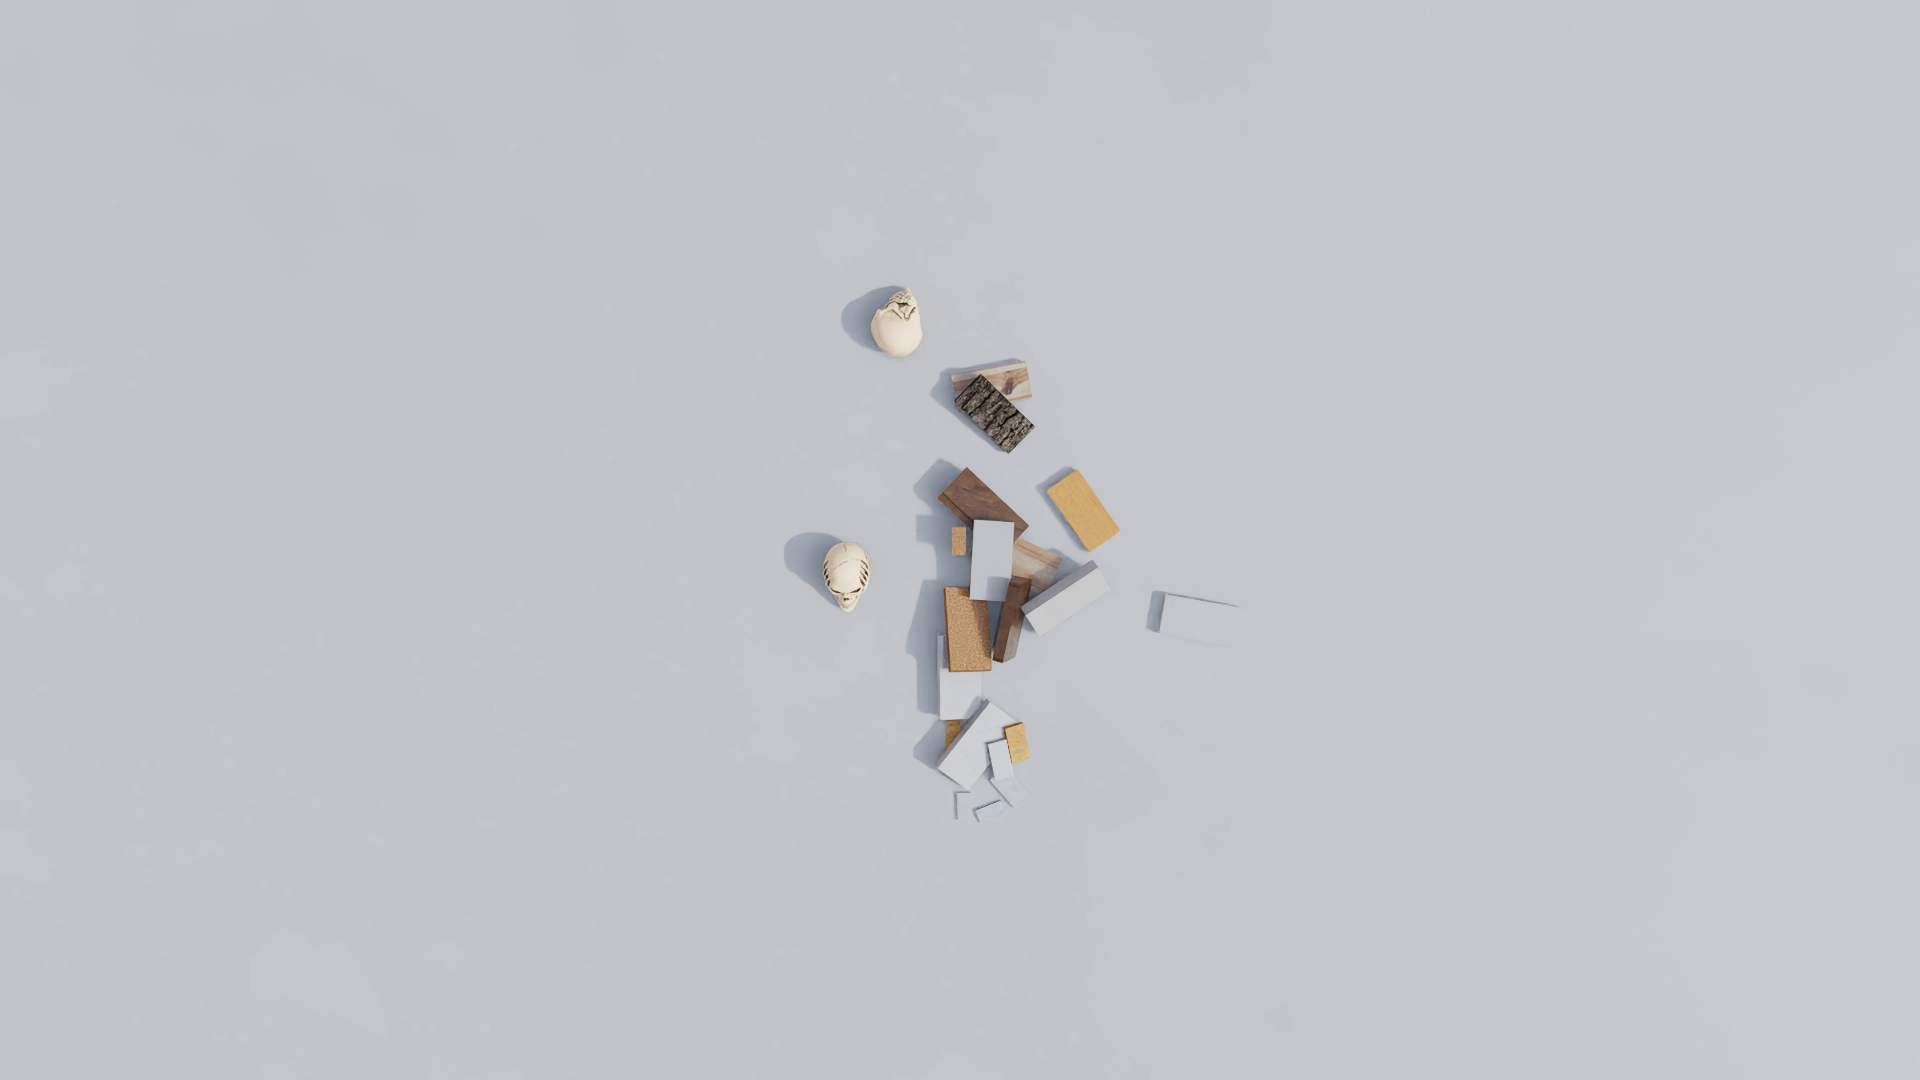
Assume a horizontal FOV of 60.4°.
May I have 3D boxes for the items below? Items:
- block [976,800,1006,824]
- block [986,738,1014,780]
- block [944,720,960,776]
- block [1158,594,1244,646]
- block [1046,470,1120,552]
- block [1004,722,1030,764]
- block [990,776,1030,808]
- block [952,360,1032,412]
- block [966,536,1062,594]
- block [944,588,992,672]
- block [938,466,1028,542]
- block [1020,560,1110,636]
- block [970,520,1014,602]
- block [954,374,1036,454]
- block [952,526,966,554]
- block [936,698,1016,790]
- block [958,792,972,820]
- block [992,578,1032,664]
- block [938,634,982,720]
[{"bbox_3d":[0.102,0.905,5.493,0.092,0.013,0.046,-22,90,0],"label":"block"},{"bbox_3d":[0.133,0.726,5.454,0.065,0.018,0.130,-14,101,-13],"label":"block"},{"bbox_3d":[-0.019,0.582,5.493,0.046,0.013,0.408,4,90,0],"label":"block"},{"bbox_3d":[0.800,0.268,5.482,0.261,0.037,0.131,10,90,0],"label":"block"},{"bbox_3d":[0.410,-0.097,5.482,0.125,0.035,0.250,-35,90,0],"label":"block"},{"bbox_3d":[0.189,0.672,5.465,0.065,0.018,0.130,-16,108,-13],"label":"block"},{"bbox_3d":[0.166,0.825,5.491,0.065,0.018,0.130,-41,90,0],"label":"block"},{"bbox_3d":[0.106,-0.509,5.482,0.250,0.035,0.125,-11,90,0],"label":"block"},{"bbox_3d":[0.182,0.062,5.480,0.284,0.040,0.142,26,90,0],"label":"block"},{"bbox_3d":[0.025,0.295,5.432,0.139,0.039,0.277,-1,75,-12],"label":"block"},{"bbox_3d":[0.077,-0.092,5.440,0.283,0.040,0.142,43,90,0],"label":"block"},{"bbox_3d":[0.349,0.193,5.433,0.284,0.142,0.040,-34,50,0],"label":"block"},{"bbox_3d":[0.106,0.066,5.404,0.130,0.037,0.261,4,96,5],"label":"block"},{"bbox_3d":[0.115,-0.417,5.453,0.250,0.035,0.125,43,97,-10],"label":"block"},{"bbox_3d":[-0.003,0.003,5.402,0.046,0.013,0.092,0,90,0],"label":"block"},{"bbox_3d":[0.059,0.677,5.457,0.139,0.039,0.277,39,90,-21],"label":"block"},{"bbox_3d":[0.014,0.887,5.493,0.046,0.013,0.092,-1,90,0],"label":"block"},{"bbox_3d":[0.172,0.262,5.411,0.037,0.131,0.268,15,100,19],"label":"block"},{"bbox_3d":[-0.002,0.453,5.464,0.139,0.039,0.277,-1,91,-12],"label":"block"}]
